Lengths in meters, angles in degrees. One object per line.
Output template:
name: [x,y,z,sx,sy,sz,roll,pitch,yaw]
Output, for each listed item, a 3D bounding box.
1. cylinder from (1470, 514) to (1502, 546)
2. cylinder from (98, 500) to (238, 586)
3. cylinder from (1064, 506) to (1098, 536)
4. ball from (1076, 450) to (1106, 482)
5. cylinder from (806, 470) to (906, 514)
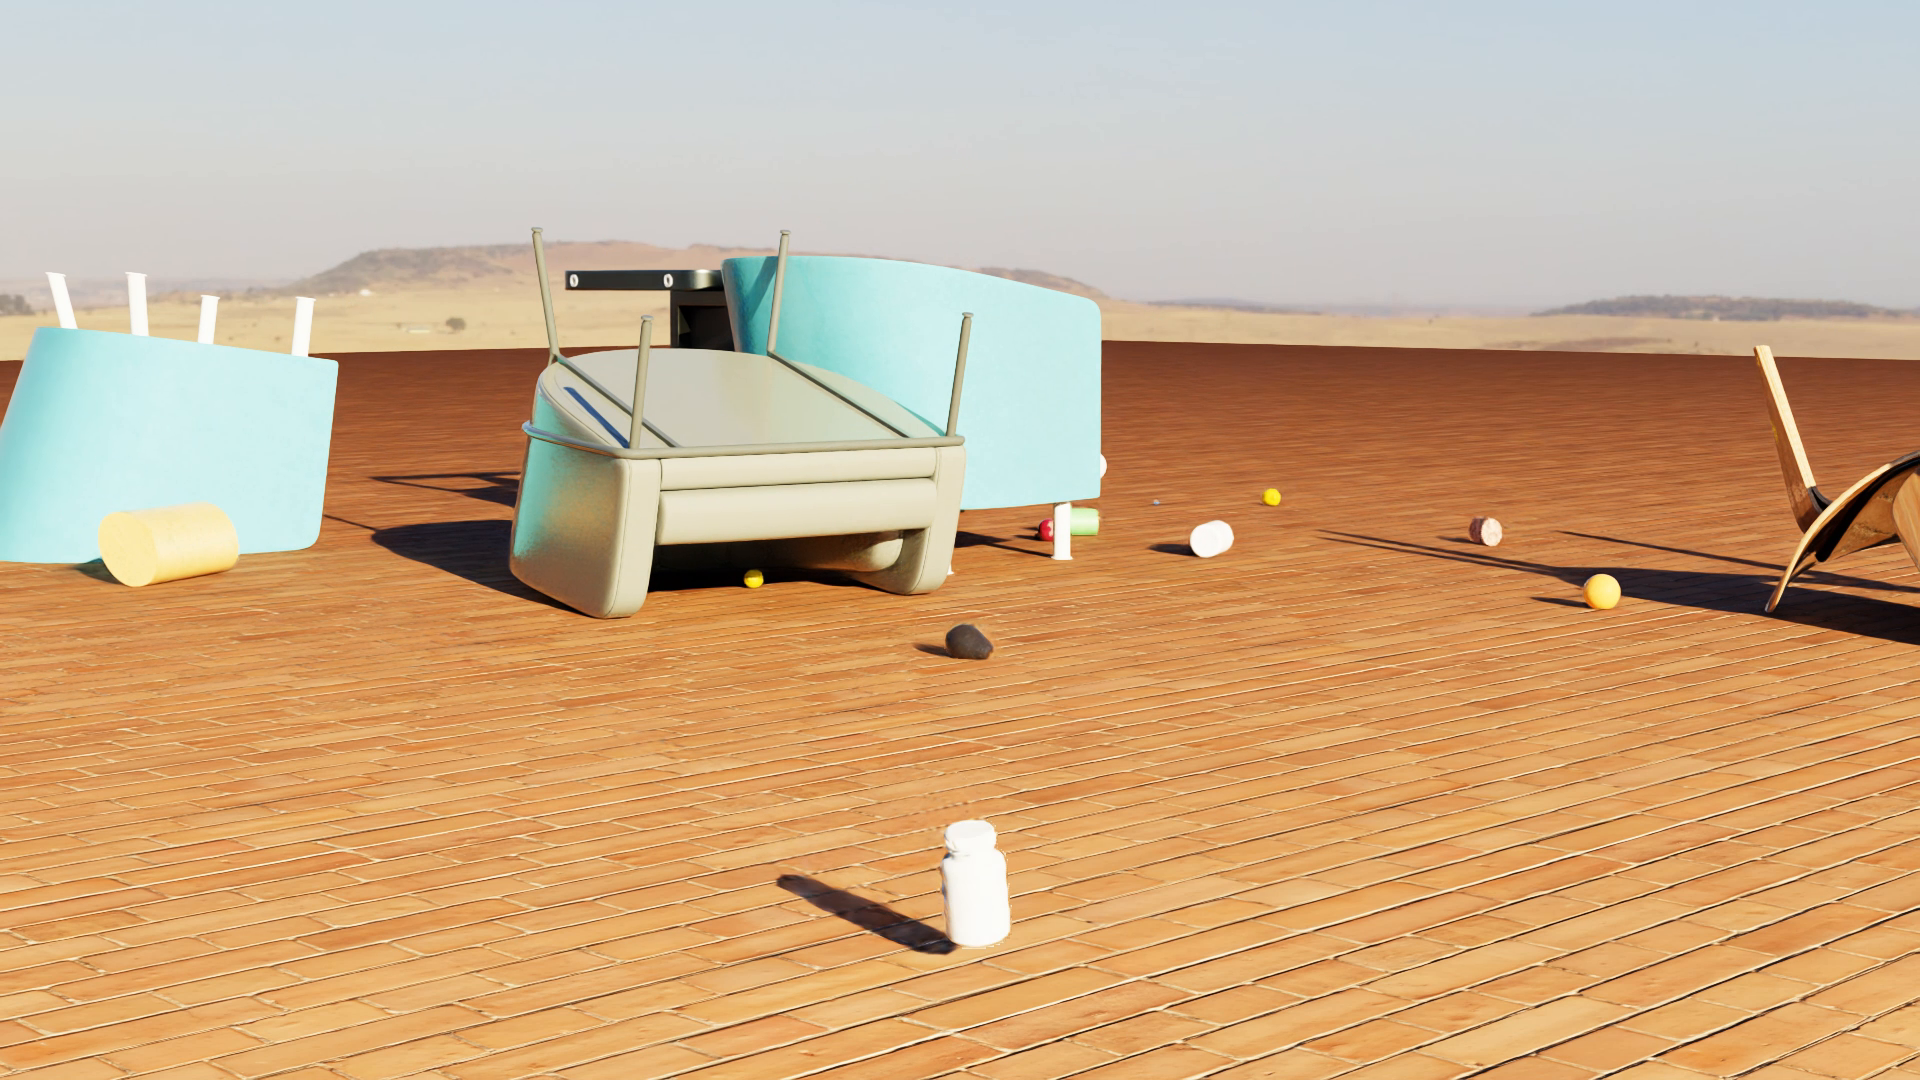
cylinder: [1.292,-0.023,6.305,0.051,0.068,0.077,-9,13,-7]
cylinder: [-1.719,0.006,5.580,0.133,0.173,0.290,-38,-7,19]
cylinder: [0.307,-0.047,6.520,0.073,0.070,0.096,-4,2,-5]
ball: [0.421,-0.237,8.232,0.099,0.099,0.099,0,6,0]
cylinder: [-0.289,-0.132,7.144,0.256,0.113,0.116,3,-24,27]
